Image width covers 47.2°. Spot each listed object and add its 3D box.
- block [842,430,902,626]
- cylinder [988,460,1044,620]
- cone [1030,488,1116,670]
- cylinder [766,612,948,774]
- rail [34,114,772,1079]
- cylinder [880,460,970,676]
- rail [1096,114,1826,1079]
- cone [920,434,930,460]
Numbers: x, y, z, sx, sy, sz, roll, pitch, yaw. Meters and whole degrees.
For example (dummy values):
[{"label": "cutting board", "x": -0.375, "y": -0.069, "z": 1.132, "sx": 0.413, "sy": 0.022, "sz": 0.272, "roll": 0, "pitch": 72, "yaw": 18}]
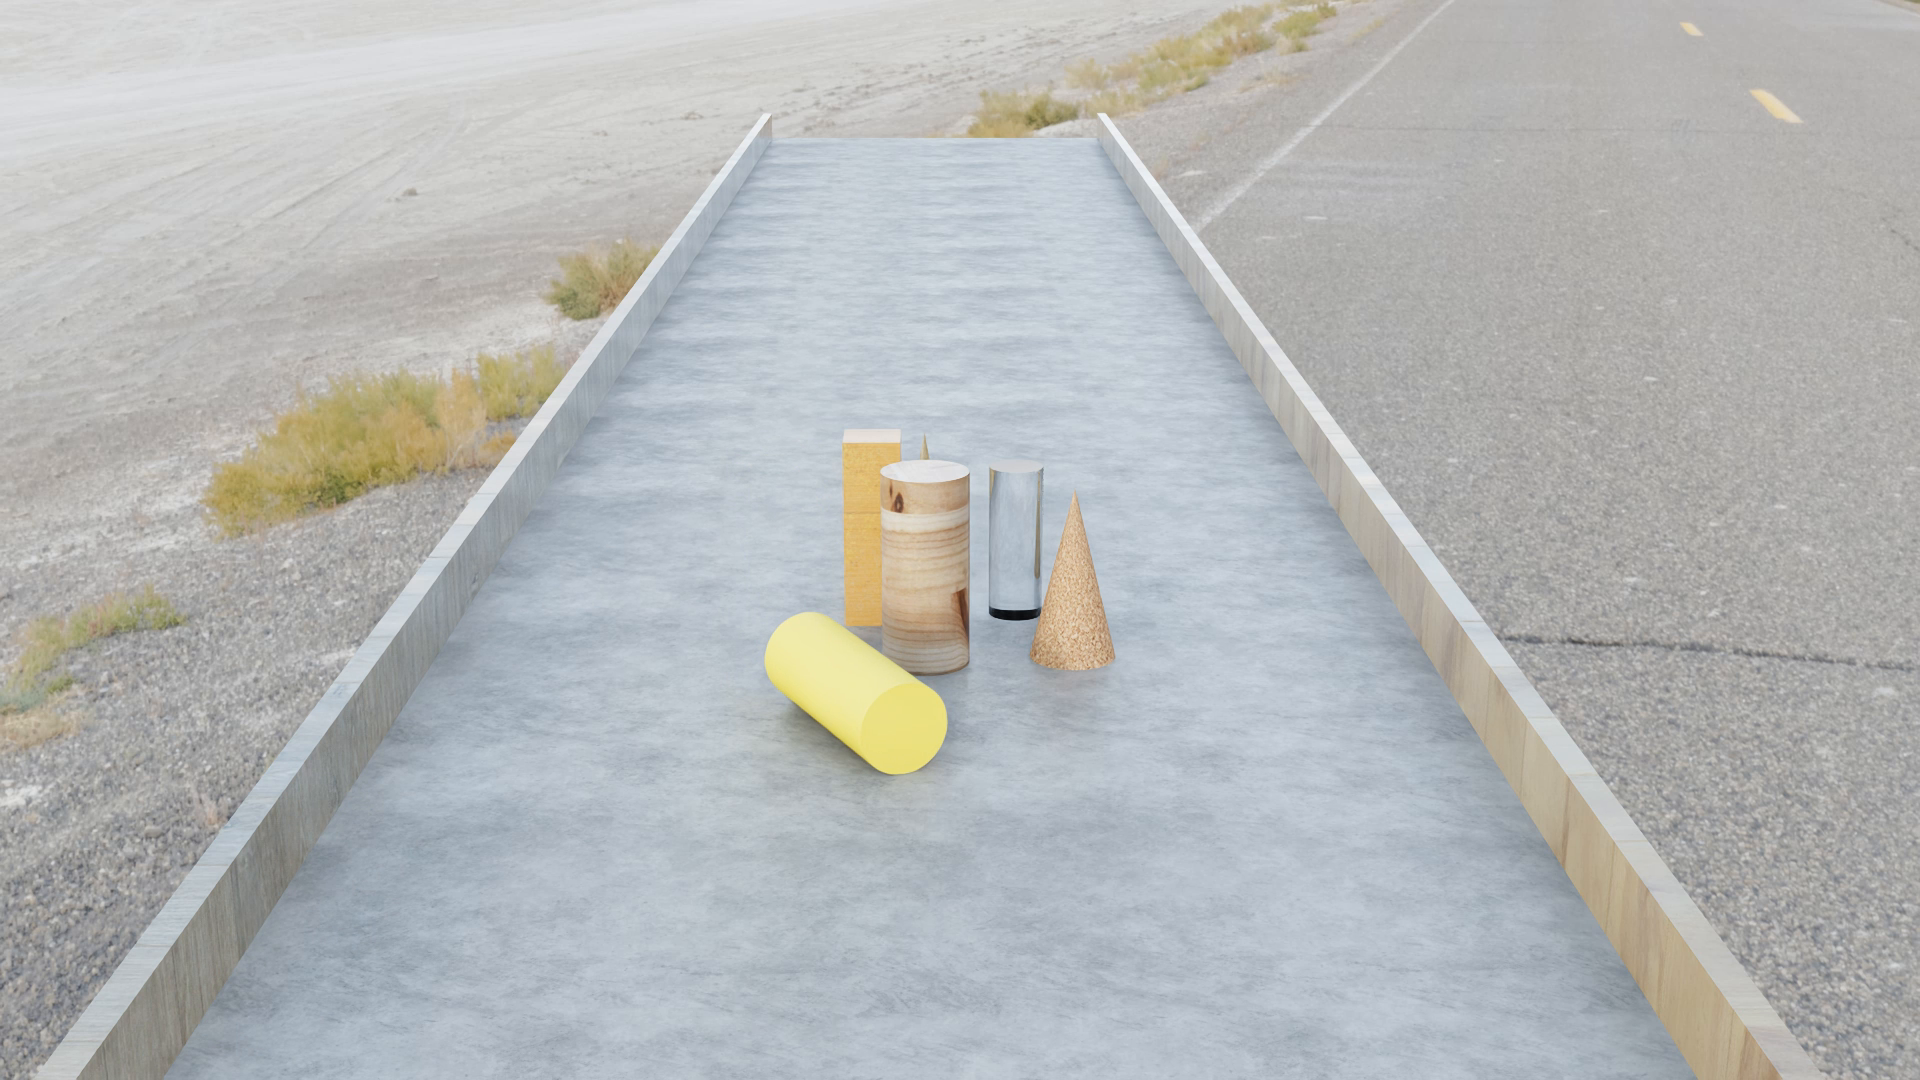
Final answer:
[{"label": "block", "x": -0.182, "y": -0.026, "z": 4.620, "sx": 0.118, "sy": 0.396, "sz": 0.118, "roll": 0, "pitch": 17, "yaw": 0}, {"label": "cylinder", "x": 0.118, "y": 0.000, "z": 4.660, "sx": 0.114, "sy": 0.323, "sz": 0.114, "roll": 0, "pitch": 17, "yaw": 0}, {"label": "cone", "x": 0.227, "y": 0.065, "z": 4.393, "sx": 0.173, "sy": 0.350, "sz": 0.173, "roll": 0, "pitch": 17, "yaw": 0}, {"label": "cylinder", "x": -0.196, "y": 0.273, "z": 4.012, "sx": 0.168, "sy": 0.168, "sz": 0.436, "roll": -8, "pitch": 18, "yaw": -26}, {"label": "rail", "x": -1.118, "y": -0.838, "z": 7.780, "sx": 0.050, "sy": 0.150, "sz": 12.000, "roll": 0, "pitch": 17, "yaw": -1}, {"label": "cylinder", "x": -0.068, "y": 0.054, "z": 4.354, "sx": 0.175, "sy": 0.394, "sz": 0.175, "roll": 0, "pitch": 17, "yaw": 0}, {"label": "rail", "x": 0.932, "y": -0.844, "z": 7.801, "sx": 0.050, "sy": 0.150, "sz": 12.000, "roll": 0, "pitch": 17, "yaw": -1}, {"label": "cone", "x": -0.078, "y": -0.075, "z": 4.884, "sx": 0.126, "sy": 0.340, "sz": 0.126, "roll": 0, "pitch": 17, "yaw": 0}]
